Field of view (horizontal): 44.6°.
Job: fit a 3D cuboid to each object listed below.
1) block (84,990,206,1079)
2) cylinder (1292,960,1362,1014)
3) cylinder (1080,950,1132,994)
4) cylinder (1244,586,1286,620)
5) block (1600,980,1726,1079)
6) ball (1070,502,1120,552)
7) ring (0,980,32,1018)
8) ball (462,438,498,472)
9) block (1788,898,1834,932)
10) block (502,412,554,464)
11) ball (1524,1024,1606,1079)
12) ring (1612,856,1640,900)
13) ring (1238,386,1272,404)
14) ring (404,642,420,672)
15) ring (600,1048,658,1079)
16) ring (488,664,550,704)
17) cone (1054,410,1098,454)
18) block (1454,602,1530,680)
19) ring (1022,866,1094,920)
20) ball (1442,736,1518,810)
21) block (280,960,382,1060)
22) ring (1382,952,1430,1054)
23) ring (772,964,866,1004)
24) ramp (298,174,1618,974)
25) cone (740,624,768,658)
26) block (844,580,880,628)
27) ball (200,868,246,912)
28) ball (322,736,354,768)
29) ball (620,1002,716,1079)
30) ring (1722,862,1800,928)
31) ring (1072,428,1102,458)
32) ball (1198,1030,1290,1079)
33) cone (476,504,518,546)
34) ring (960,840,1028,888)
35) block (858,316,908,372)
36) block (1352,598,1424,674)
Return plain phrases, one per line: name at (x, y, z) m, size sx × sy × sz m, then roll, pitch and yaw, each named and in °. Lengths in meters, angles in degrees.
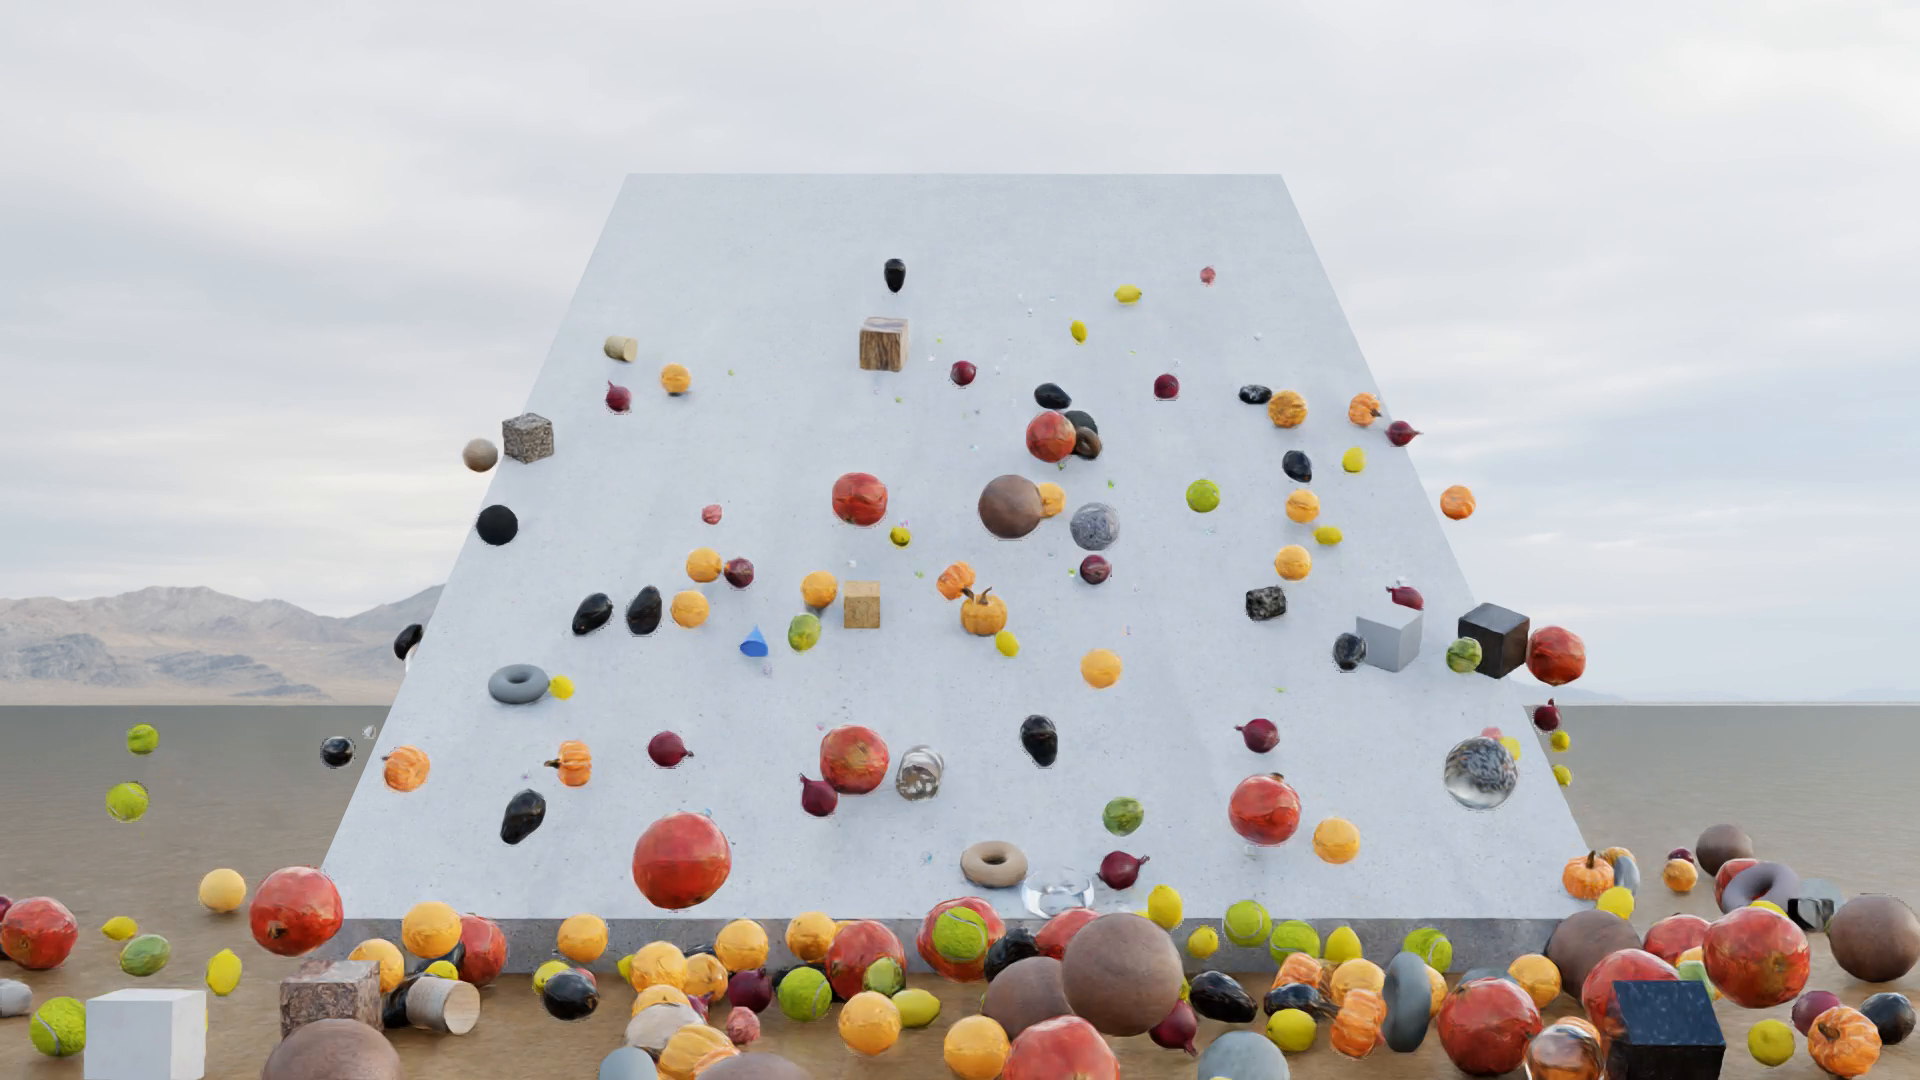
block at (-0.891, 0.546, 2.565) m, size 0.095 × 0.095 × 0.095 m, roll 0°, pitch -4°, yaw 4°
cylinder at (0.489, 0.596, 3.119) m, size 0.070 × 0.070 × 0.070 m, roll 1°, pitch -10°, yaw -13°
cylinder at (0.210, 0.619, 3.361) m, size 0.057 × 0.057 × 0.057 m, roll -2°, pitch -4°, yaw 31°
cylinder at (0.581, 0.120, 4.451) m, size 0.057 × 0.057 × 0.057 m, roll -10°, pitch 0°, yaw -20°
block at (0.717, 0.517, 2.396) m, size 0.093 × 0.093 × 0.093 m, roll 0°, pitch 32°, yaw 1°
ball at (0.241, -0.023, 4.197) m, size 0.088 × 0.088 × 0.088 m, roll 0°, pitch -4°, yaw 0°
ring at (-1.297, 0.610, 3.106) m, size 0.126 × 0.042 × 0.126 m, roll 0°, pitch -2°, yaw 0°
ball at (-1.058, -0.188, 5.165) m, size 0.078 × 0.078 × 0.078 m, roll 0°, pitch -4°, yaw 0°
block at (1.545, 0.680, 4.255) m, size 0.056 × 0.056 × 0.056 m, roll 3°, pitch -5°, yaw -37°
block at (-0.950, -0.225, 5.155) m, size 0.079 × 0.079 × 0.079 m, roll 23°, pitch 33°, yaw 40°
ball at (0.628, 0.544, 2.434) m, size 0.081 × 0.081 × 0.081 m, roll 0°, pitch -4°, yaw 0°
ring at (1.373, 0.697, 4.826) m, size 0.031 × 0.094 × 0.094 m, roll -22°, pitch -5°, yaw 2°
ring at (0.690, -0.340, 5.472) m, size 0.079 × 0.026 × 0.079 m, roll -1°, pitch 26°, yaw 1°
ring at (-1.156, 0.271, 5.109) m, size 0.111 × 0.111 × 0.037 m, roll 2°, pitch -19°, yaw -27°
ring at (-0.252, 0.467, 1.834) m, size 0.046 × 0.139 × 0.139 m, roll -10°, pitch -2°, yaw -9°
ring at (-0.787, 0.256, 4.178) m, size 0.109 × 0.036 × 0.109 m, roll 1°, pitch 26°, yaw 0°
cone at (0.248, -0.236, 5.226) m, size 0.098 × 0.098 × 0.098 m, roll 1°, pitch -2°, yaw -10°
block at (0.972, 0.183, 4.276) m, size 0.093 × 0.093 × 0.093 m, roll 21°, pitch 32°, yaw 38°
ring at (0.149, 0.539, 3.578) m, size 0.112 × 0.037 × 0.112 m, roll 0°, pitch 27°, yaw 0°
ball at (0.690, 0.309, 3.106) m, size 0.096 × 0.096 × 0.096 m, roll 0°, pitch -4°, yaw 0°
block at (-0.744, 0.555, 2.771) m, size 0.091 × 0.091 × 0.091 m, roll 0°, pitch 7°, yaw 4°
ring at (0.509, 0.528, 2.676) m, size 0.038 × 0.115 × 0.115 m, roll 6°, pitch -4°, yaw -1°
ring at (-0.198, 0.621, 3.280) m, size 0.131 × 0.044 × 0.131 m, roll 0°, pitch -2°, yaw 0°
ramp at (-0.009, -0.229, 5.380) m, size 2.000 × 0.100 × 4.000 m, roll 0°, pitch 25°, yaw 0°
cone at (-0.375, 0.178, 4.301) m, size 0.054 × 0.054 × 0.054 m, roll 2°, pitch -36°, yaw 2°
block at (-0.186, 0.122, 4.431) m, size 0.068 × 0.068 × 0.068 m, roll -1°, pitch 25°, yaw -2°
ball at (-1.452, 0.690, 4.614) m, size 0.086 × 0.086 × 0.086 m, roll 0°, pitch -4°, yaw 0°
ball at (-1.233, 0.420, 4.641) m, size 0.060 × 0.060 × 0.060 m, roll 0°, pitch -4°, yaw 0°
ball at (-0.307, 0.537, 2.466) m, size 0.100 × 0.100 × 0.100 m, roll 0°, pitch -4°, yaw 0°
ring at (1.483, 0.657, 4.338) m, size 0.150 × 0.050 × 0.150 m, roll -33°, pitch 19°, yaw 13°
ring at (0.279, -0.213, 5.142) m, size 0.025 × 0.075 × 0.075 m, roll -34°, pitch 18°, yaw -35°
ball at (0.280, 0.531, 2.315) m, size 0.091 × 0.091 × 0.091 m, roll 0°, pitch -4°, yaw 0°
cone at (-0.940, -0.029, 4.785) m, size 0.083 × 0.083 × 0.083 m, roll 0°, pitch -2°, yaw -4°
ring at (0.053, 0.505, 3.652) m, size 0.106 × 0.035 × 0.106 m, roll 1°, pitch 25°, yaw 0°
block at (-0.184, -0.474, 5.666) m, size 0.100 × 0.100 × 0.100 m, roll 5°, pitch 25°, yaw 10°
block at (0.785, 0.176, 4.295) m, size 0.090 × 0.090 × 0.090 m, roll 18°, pitch 30°, yaw 33°
